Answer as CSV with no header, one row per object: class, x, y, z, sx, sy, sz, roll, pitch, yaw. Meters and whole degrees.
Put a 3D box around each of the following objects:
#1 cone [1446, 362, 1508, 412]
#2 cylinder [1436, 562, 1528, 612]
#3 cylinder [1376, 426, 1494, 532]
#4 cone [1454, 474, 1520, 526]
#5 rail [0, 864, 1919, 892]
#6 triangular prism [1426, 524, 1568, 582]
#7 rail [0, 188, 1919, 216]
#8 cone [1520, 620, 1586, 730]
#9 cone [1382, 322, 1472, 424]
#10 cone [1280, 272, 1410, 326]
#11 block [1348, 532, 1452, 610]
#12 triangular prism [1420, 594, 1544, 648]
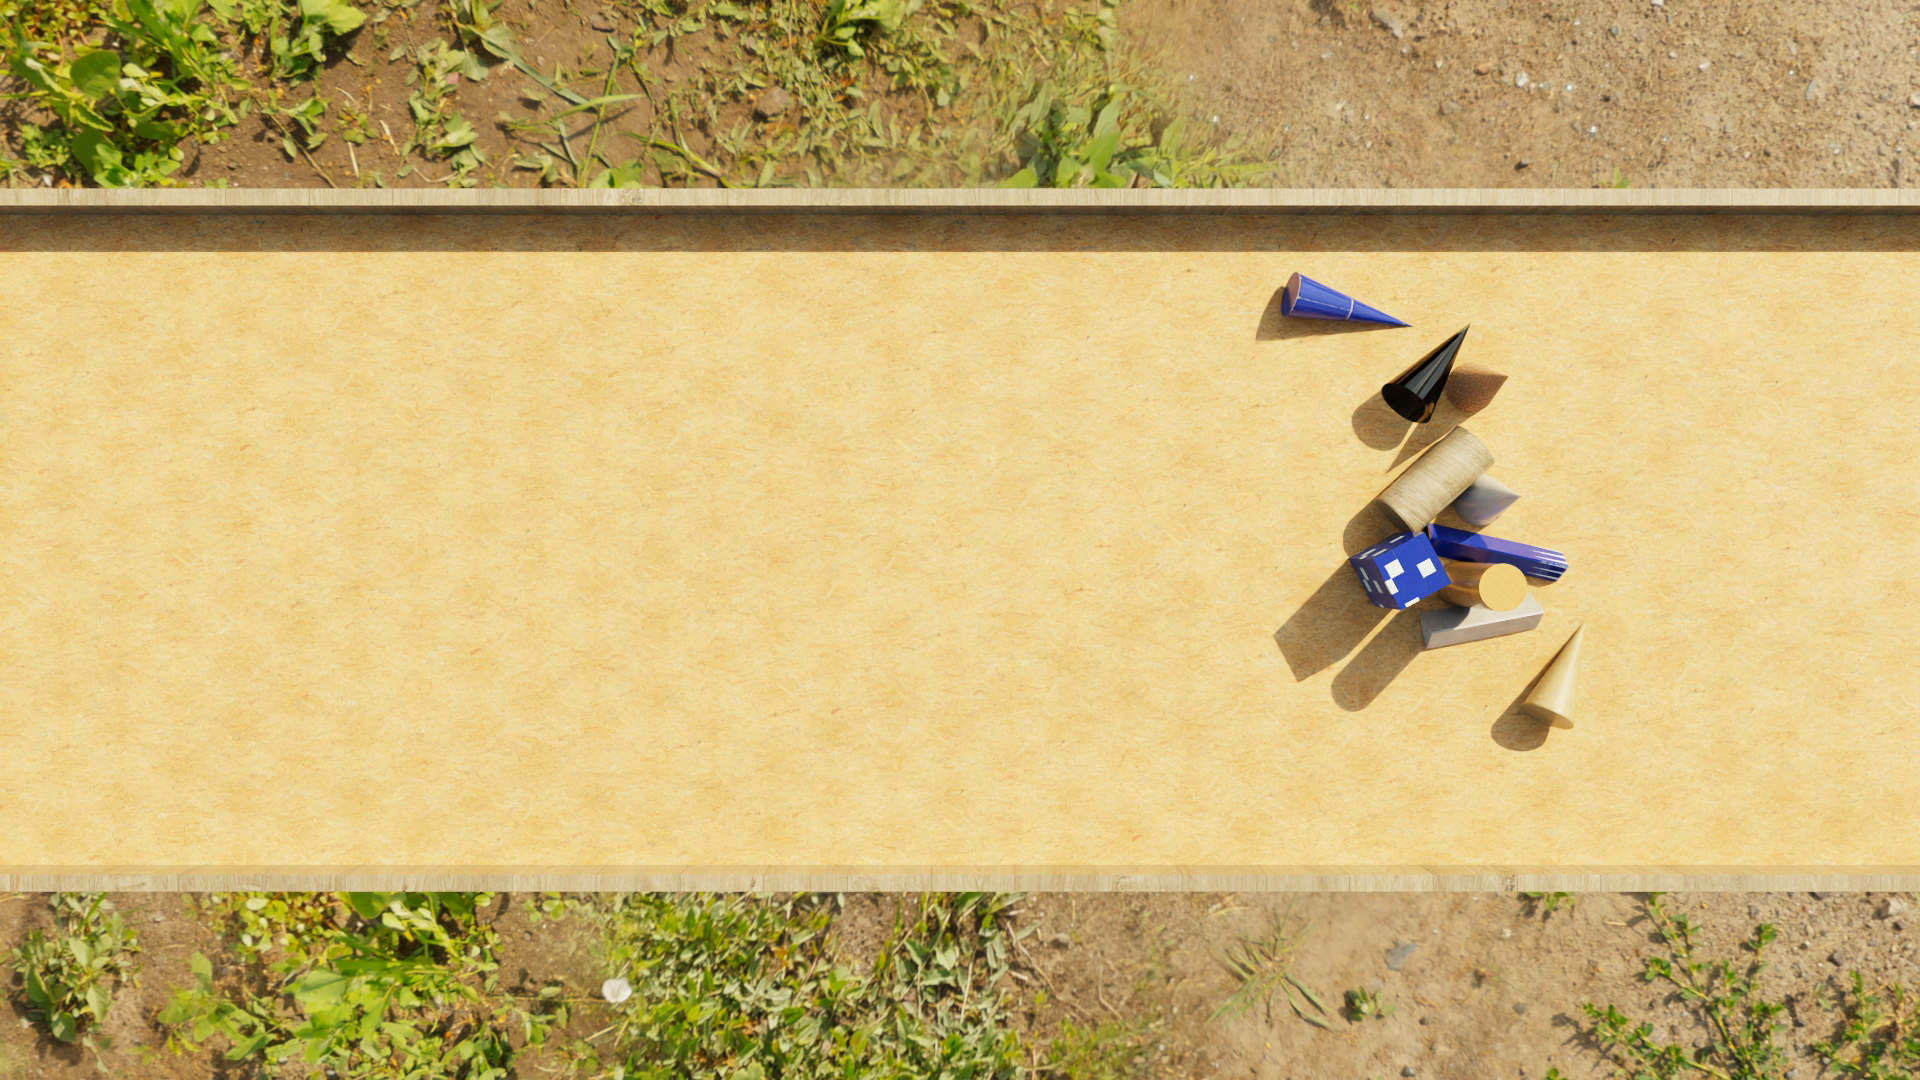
cone,1.572,-0.469,4.899,0.153,0.355,0.153,0,90,0
cylinder,1.531,0.134,4.861,0.136,0.430,0.136,0,90,0
cylinder,1.438,-0.177,4.996,0.328,0.160,0.160,-42,90,0
cone,1.599,-0.124,4.887,0.164,0.379,0.164,0,90,0
rail,-2.247,1.025,5.001,12.000,0.150,0.050,0,90,0
triangular prism,1.635,0.037,5.035,0.426,0.080,0.092,12,90,0
rail,-2.247,-1.025,5.002,12.000,0.150,0.050,0,90,0
cone,1.852,0.391,5.037,0.161,0.161,0.335,27,76,0
cone,1.462,-0.543,5.034,0.174,0.174,0.354,41,76,0
cone,1.201,-0.701,5.042,0.411,0.138,0.138,13,90,-10
block,1.308,0.090,4.920,0.167,0.312,0.167,-28,90,0
triangular prism,1.593,0.249,5.026,0.344,0.095,0.110,-11,90,0
